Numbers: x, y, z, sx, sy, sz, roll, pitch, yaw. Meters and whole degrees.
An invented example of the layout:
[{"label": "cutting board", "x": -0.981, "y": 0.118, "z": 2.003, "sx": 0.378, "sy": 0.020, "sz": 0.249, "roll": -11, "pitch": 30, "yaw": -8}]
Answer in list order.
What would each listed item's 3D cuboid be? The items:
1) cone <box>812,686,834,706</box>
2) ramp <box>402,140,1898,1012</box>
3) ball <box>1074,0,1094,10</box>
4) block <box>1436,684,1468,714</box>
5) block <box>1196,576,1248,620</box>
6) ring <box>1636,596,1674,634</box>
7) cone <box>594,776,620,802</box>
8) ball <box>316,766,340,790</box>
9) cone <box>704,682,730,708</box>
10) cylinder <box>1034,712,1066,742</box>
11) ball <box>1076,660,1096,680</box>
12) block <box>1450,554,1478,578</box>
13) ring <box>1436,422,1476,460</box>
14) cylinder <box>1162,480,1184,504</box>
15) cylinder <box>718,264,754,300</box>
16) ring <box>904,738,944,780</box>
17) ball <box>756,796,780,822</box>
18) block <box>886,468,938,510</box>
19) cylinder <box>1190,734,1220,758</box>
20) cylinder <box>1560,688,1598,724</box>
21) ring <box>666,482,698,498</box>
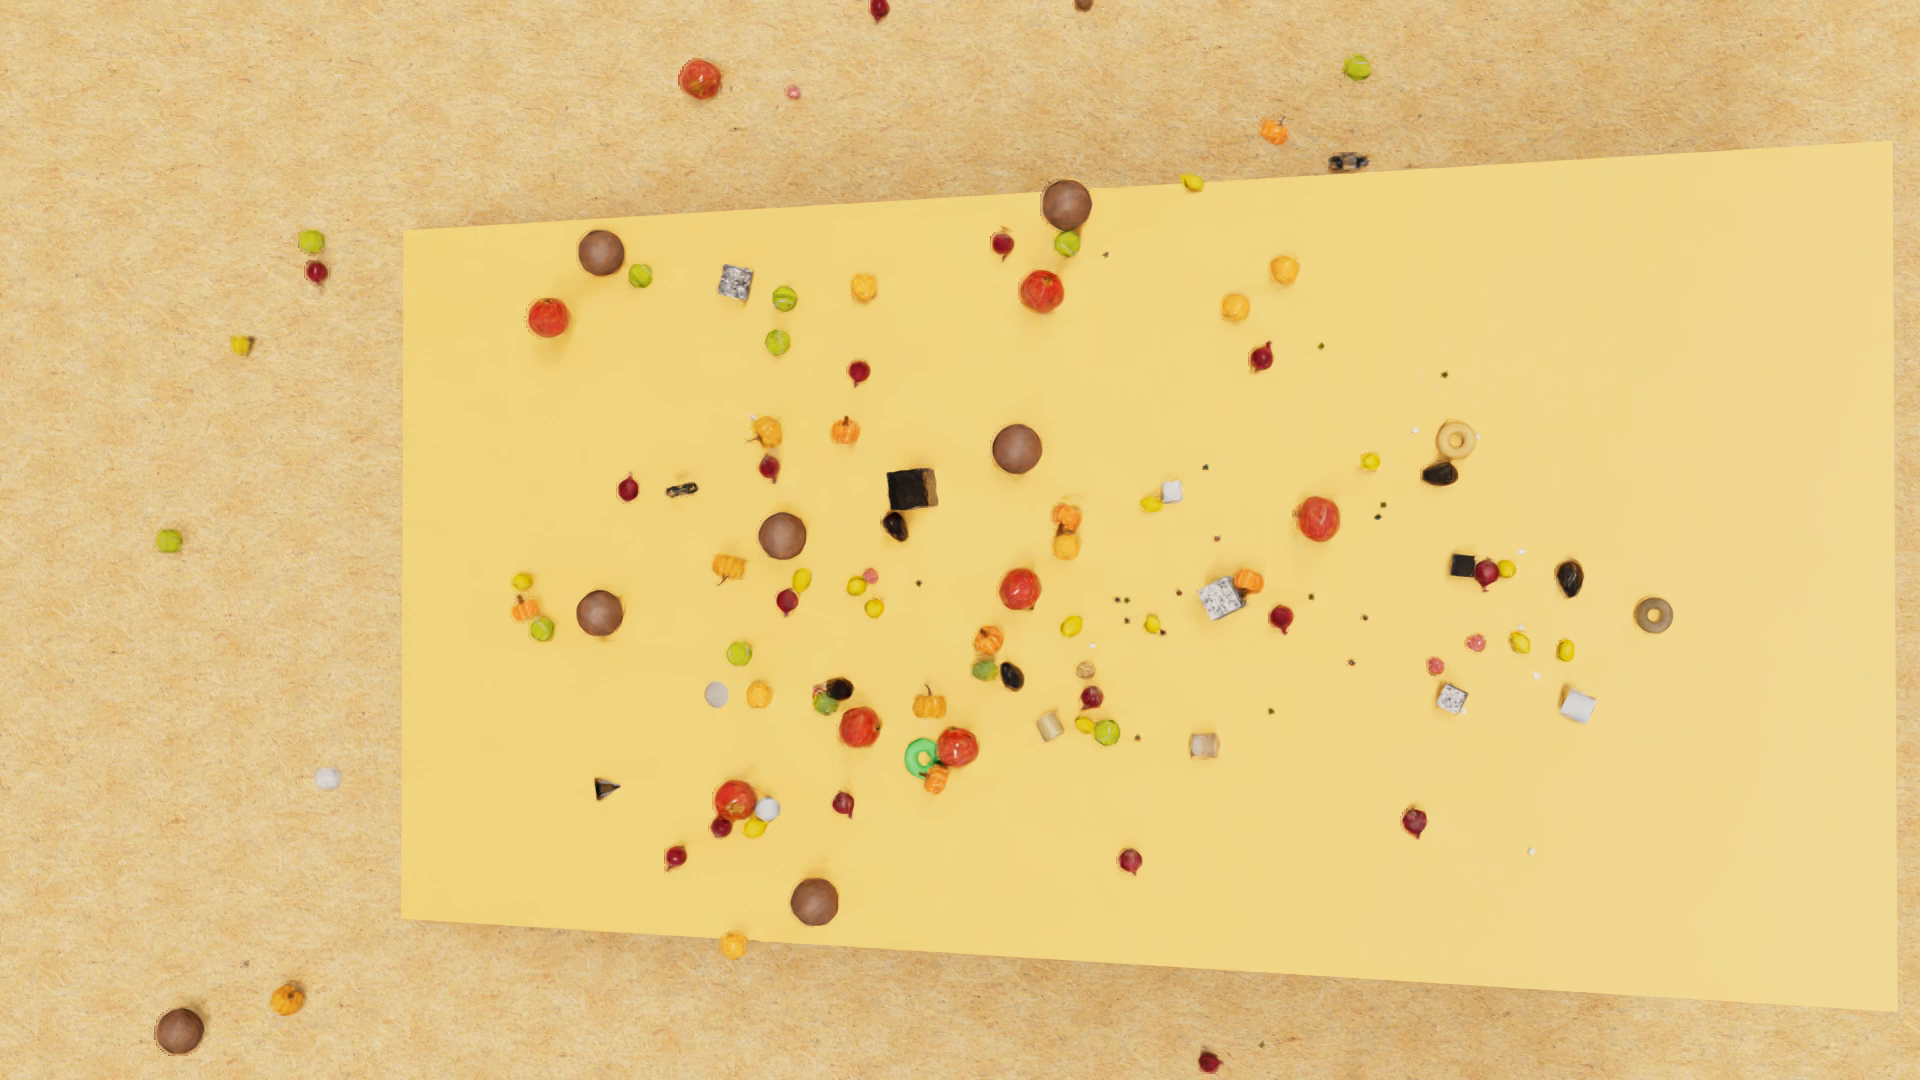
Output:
[{"label": "cone", "x": -0.368, "y": 0.416, "z": 5.928, "sx": 0.054, "sy": 0.054, "sz": 0.054, "roll": -8, "pitch": 89, "yaw": -7}, {"label": "ramp", "x": 0.280, "y": 0.090, "z": 5.768, "sx": 4.000, "sy": 0.100, "sz": 2.000, "roll": 0, "pitch": 89, "yaw": 20}, {"label": "ball", "x": 0.366, "y": -1.588, "z": 6.481, "sx": 0.055, "sy": 0.055, "sz": 0.055, "roll": 0, "pitch": 89, "yaw": 0}, {"label": "block", "x": 1.199, "y": 0.387, "z": 5.354, "sx": 0.055, "sy": 0.055, "sz": 0.055, "roll": 28, "pitch": 98, "yaw": 18}, {"label": "block", "x": 0.660, "y": 0.146, "z": 5.534, "sx": 0.083, "sy": 0.083, "sz": 0.083, "roll": -29, "pitch": 80, "yaw": 17}, {"label": "ring", "x": 1.646, "y": 0.179, "z": 5.212, "sx": 0.088, "sy": 0.029, "sz": 0.088, "roll": 0, "pitch": 90, "yaw": 19}, {"label": "cone", "x": -0.979, "y": 0.692, "z": 6.137, "sx": 0.074, "sy": 0.074, "sz": 0.074, "roll": -8, "pitch": 89, "yaw": -7}, {"label": "ball", "x": -1.850, "y": 0.697, "z": 6.444, "sx": 0.068, "sy": 0.068, "sz": 0.068, "roll": 0, "pitch": 89, "yaw": 0}, {"label": "cone", "x": -0.681, "y": 0.425, "z": 6.013, "sx": 0.074, "sy": 0.074, "sz": 0.074, "roll": 0, "pitch": 89, "yaw": 20}, {"label": "cylinder", "x": 0.233, "y": 0.484, "z": 5.692, "sx": 0.060, "sy": 0.060, "sz": 0.060, "roll": -28, "pitch": 87, "yaw": 0}, {"label": "ball", "x": 0.325, "y": 0.337, "z": 5.668, "sx": 0.051, "sy": 0.051, "sz": 0.051, "roll": 0, "pitch": 89, "yaw": 0}, {"label": "block", "x": 1.226, "y": 0.063, "z": 5.349, "sx": 0.053, "sy": 0.053, "sz": 0.053, "roll": 6, "pitch": 91, "yaw": 20}, {"label": "ring", "x": 1.213, "y": -0.243, "z": 5.370, "sx": 0.095, "sy": 0.032, "sz": 0.095, "roll": 0, "pitch": 90, "yaw": 19}, {"label": "cylinder", "x": 0.541, "y": -0.121, "z": 5.595, "sx": 0.050, "sy": 0.050, "sz": 0.050, "roll": -4, "pitch": 82, "yaw": 0}, {"label": "cylinder", "x": -0.612, "y": -0.703, "z": 5.997, "sx": 0.084, "sy": 0.084, "sz": 0.084, "roll": 13, "pitch": 95, "yaw": 0}, {"label": "ring", "x": -0.095, "y": 0.579, "z": 5.822, "sx": 0.109, "sy": 0.036, "sz": 0.109, "roll": 0, "pitch": 91, "yaw": 18}, {"label": "ball", "x": -0.521, "y": 0.729, "z": 5.954, "sx": 0.068, "sy": 0.068, "sz": 0.068, "roll": 0, "pitch": 89, "yaw": 0}, {"label": "block", "x": -0.125, "y": -0.133, "z": 5.809, "sx": 0.099, "sy": 0.099, "sz": 0.099, "roll": -7, "pitch": 87, "yaw": 19}, {"label": "cylinder", "x": 0.620, "y": 0.519, "z": 5.556, "sx": 0.060, "sy": 0.060, "sz": 0.060, "roll": 1, "pitch": 89, "yaw": 20}, {"label": "cylinder", "x": 1.477, "y": 0.397, "z": 5.249, "sx": 0.066, "sy": 0.066, "sz": 0.066, "roll": 26, "pitch": 89, "yaw": 18}, {"label": "ring", "x": -0.760, "y": -0.137, "z": 6.018, "sx": 0.087, "sy": 0.087, "sz": 0.029, "roll": -12, "pitch": 95, "yaw": 0}]
